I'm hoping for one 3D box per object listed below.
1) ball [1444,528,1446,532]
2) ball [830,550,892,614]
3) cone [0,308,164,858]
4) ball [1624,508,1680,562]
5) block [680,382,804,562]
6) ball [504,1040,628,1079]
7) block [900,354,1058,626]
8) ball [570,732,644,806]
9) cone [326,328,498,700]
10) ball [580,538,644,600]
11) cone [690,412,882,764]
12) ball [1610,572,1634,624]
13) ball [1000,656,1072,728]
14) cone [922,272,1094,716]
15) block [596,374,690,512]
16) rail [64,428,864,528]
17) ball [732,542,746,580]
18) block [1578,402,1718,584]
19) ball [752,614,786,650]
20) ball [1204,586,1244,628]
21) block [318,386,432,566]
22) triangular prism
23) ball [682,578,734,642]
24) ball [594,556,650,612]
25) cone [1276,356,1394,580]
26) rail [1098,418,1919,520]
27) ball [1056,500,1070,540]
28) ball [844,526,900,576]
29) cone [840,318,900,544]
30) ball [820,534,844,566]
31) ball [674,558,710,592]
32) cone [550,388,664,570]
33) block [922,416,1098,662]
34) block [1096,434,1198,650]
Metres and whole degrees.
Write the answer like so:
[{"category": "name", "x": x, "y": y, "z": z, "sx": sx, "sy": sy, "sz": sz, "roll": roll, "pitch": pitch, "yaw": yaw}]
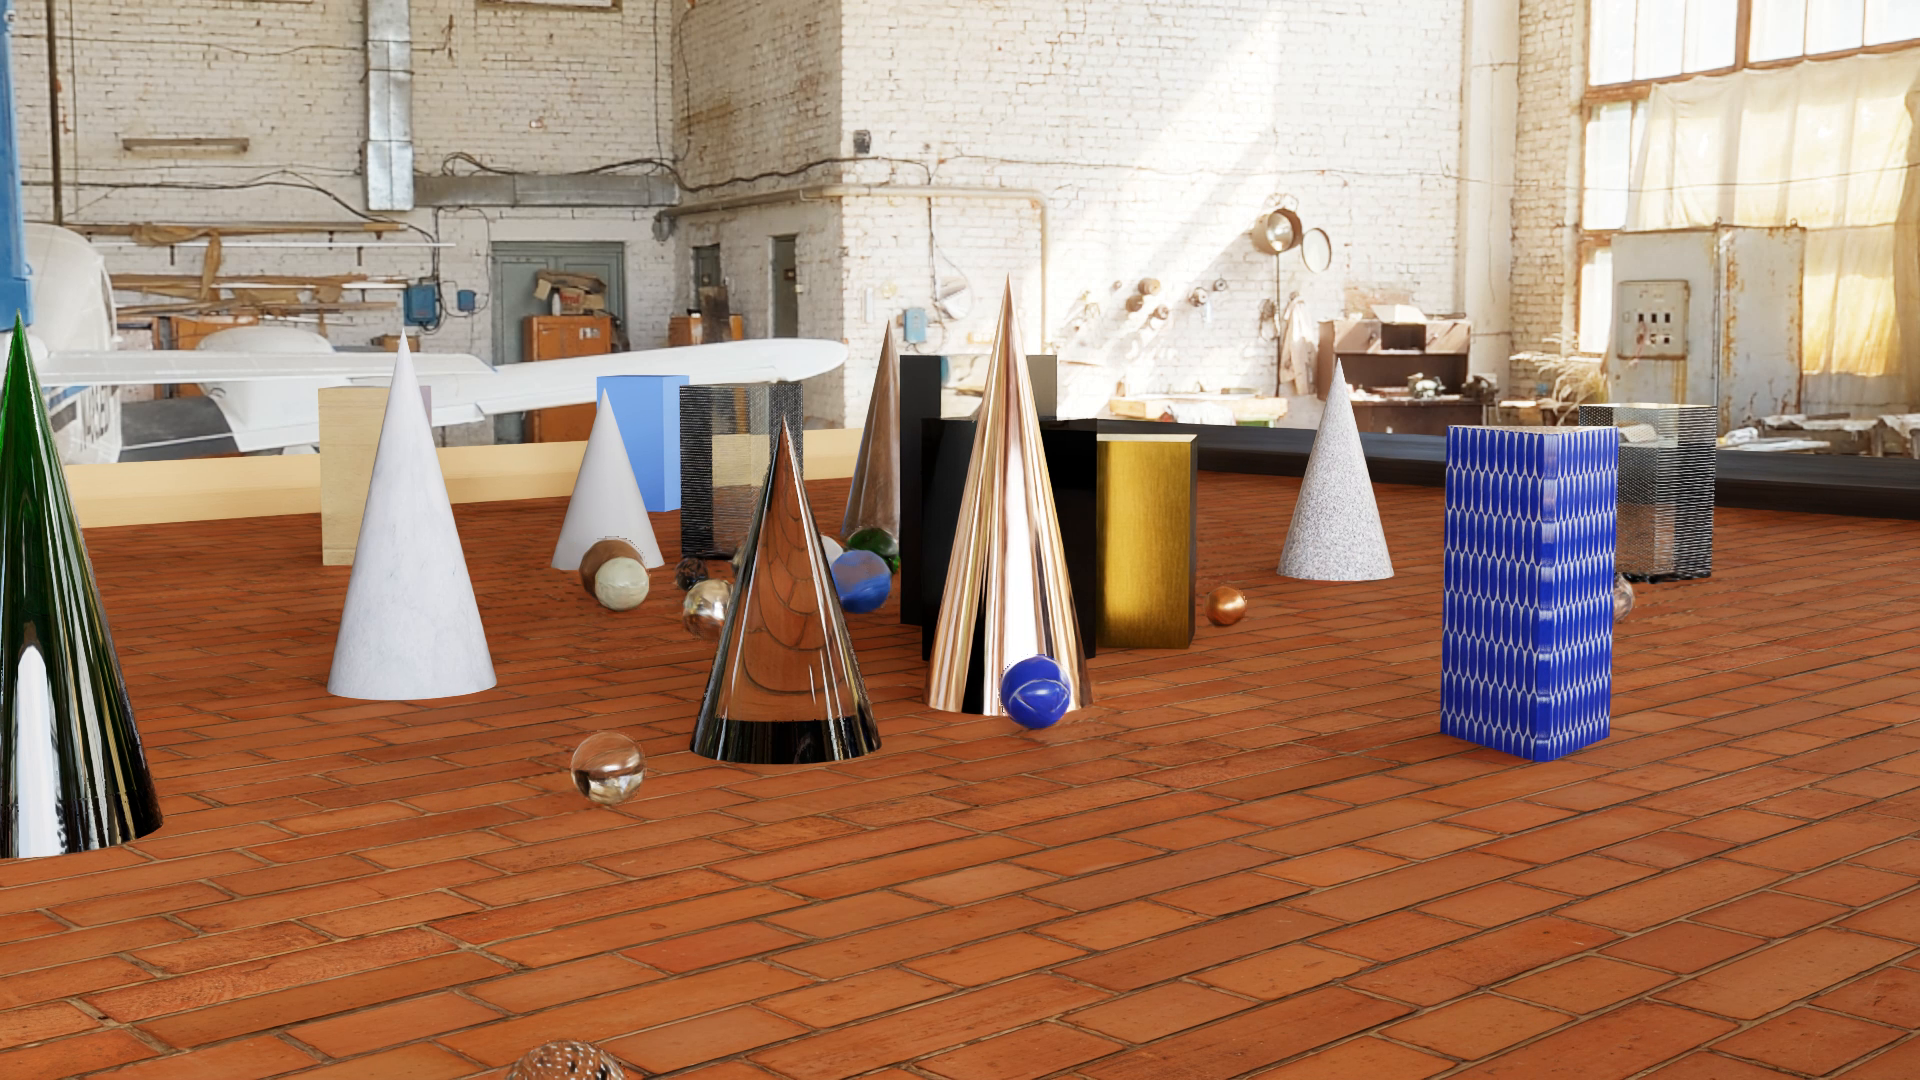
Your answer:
[{"category": "ball", "x": 0.955, "y": -0.020, "z": 4.194, "sx": 0.059, "sy": 0.059, "sz": 0.059, "roll": 0, "pitch": 6, "yaw": 0}, {"category": "ball", "x": -0.148, "y": 0.061, "z": 3.240, "sx": 0.095, "sy": 0.095, "sz": 0.095, "roll": 0, "pitch": 6, "yaw": 0}, {"category": "cone", "x": -0.790, "y": 0.026, "z": 1.867, "sx": 0.198, "sy": 0.449, "sz": 0.198, "roll": 0, "pitch": 6, "yaw": 0}, {"category": "ball", "x": 1.232, "y": -0.009, "z": 3.915, "sx": 0.094, "sy": 0.094, "sz": 0.094, "roll": 0, "pitch": 6, "yaw": 0}, {"category": "block", "x": -0.394, "y": -0.125, "z": 3.982, "sx": 0.158, "sy": 0.312, "sz": 0.158, "roll": 4, "pitch": 7, "yaw": 32}, {"category": "ball", "x": -0.203, "y": 0.293, "z": 1.131, "sx": 0.070, "sy": 0.070, "sz": 0.070, "roll": 0, "pitch": 6, "yaw": 0}, {"category": "block", "x": 0.026, "y": -0.072, "z": 3.128, "sx": 0.158, "sy": 0.383, "sz": 0.158, "roll": 5, "pitch": 8, "yaw": 41}, {"category": "ball", "x": -0.318, "y": 0.206, "z": 1.986, "sx": 0.066, "sy": 0.066, "sz": 0.066, "roll": 0, "pitch": 6, "yaw": 0}, {"category": "cone", "x": -0.653, "y": -0.039, "z": 2.600, "sx": 0.198, "sy": 0.426, "sz": 0.198, "roll": 0, "pitch": 6, "yaw": 0}, {"category": "ball", "x": -0.531, "y": 0.047, "z": 3.360, "sx": 0.098, "sy": 0.098, "sz": 0.098, "roll": 0, "pitch": 6, "yaw": 0}, {"category": "cone", "x": -0.179, "y": 0.040, "z": 2.244, "sx": 0.198, "sy": 0.343, "sz": 0.198, "roll": 0, "pitch": 6, "yaw": 0}, {"category": "ball", "x": 0.921, "y": 0.082, "z": 3.131, "sx": 0.075, "sy": 0.075, "sz": 0.075, "roll": 0, "pitch": 6, "yaw": 0}, {"category": "ball", "x": 0.081, "y": 0.163, "z": 2.348, "sx": 0.077, "sy": 0.077, "sz": 0.077, "roll": 0, "pitch": 6, "yaw": 0}, {"category": "cone", "x": 0.054, "y": -0.060, "z": 2.499, "sx": 0.198, "sy": 0.490, "sz": 0.198, "roll": 0, "pitch": 6, "yaw": 0}, {"category": "block", "x": -0.713, "y": -0.221, "z": 4.965, "sx": 0.158, "sy": 0.298, "sz": 0.158, "roll": 2, "pitch": 6, "yaw": 14}, {"category": "rail", "x": -1.404, "y": -0.124, "z": 4.845, "sx": 4.824, "sy": 0.129, "sz": 0.045, "roll": -5, "pitch": 8, "yaw": -42}, {"category": "ball", "x": -0.318, "y": 0.041, "z": 3.474, "sx": 0.085, "sy": 0.085, "sz": 0.085, "roll": 0, "pitch": 6, "yaw": 0}, {"category": "block", "x": 1.149, "y": -0.082, "z": 3.688, "sx": 0.158, "sy": 0.287, "sz": 0.158, "roll": -4, "pitch": 7, "yaw": -37}, {"category": "ball", "x": -0.251, "y": 0.122, "z": 2.894, "sx": 0.046, "sy": 0.046, "sz": 0.046, "roll": 0, "pitch": 6, "yaw": 0}, {"category": "ball", "x": 0.373, "y": 0.094, "z": 3.103, "sx": 0.057, "sy": 0.057, "sz": 0.057, "roll": 0, "pitch": 6, "yaw": 0}, {"category": "block", "x": -1.037, "y": -0.118, "z": 3.919, "sx": 0.158, "sy": 0.310, "sz": 0.158, "roll": 0, "pitch": 6, "yaw": 0}, {"category": "triangular prism", "x": 0.569, "y": 0.047, "z": 2.272, "sx": 0.148, "sy": 0.325, "sz": 0.171, "roll": 5, "pitch": 7, "yaw": 37}, {"category": "ball", "x": -0.329, "y": 0.094, "z": 2.934, "sx": 0.084, "sy": 0.084, "sz": 0.084, "roll": 0, "pitch": 6, "yaw": 0}, {"category": "ball", "x": -0.502, "y": 0.066, "z": 3.263, "sx": 0.081, "sy": 0.081, "sz": 0.081, "roll": 0, "pitch": 6, "yaw": 0}, {"category": "cone", "x": 0.637, "y": -0.126, "z": 3.718, "sx": 0.198, "sy": 0.368, "sz": 0.198, "roll": 0, "pitch": 6, "yaw": 0}, {"category": "rail", "x": 1.755, "y": -0.135, "z": 4.943, "sx": 0.045, "sy": 0.129, "sz": 4.189, "roll": -5, "pitch": 8, "yaw": -42}, {"category": "ball", "x": 0.213, "y": -0.038, "z": 4.275, "sx": 0.077, "sy": 0.077, "sz": 0.077, "roll": 0, "pitch": 6, "yaw": 0}, {"category": "ball", "x": -0.143, "y": 0.026, "z": 3.566, "sx": 0.094, "sy": 0.094, "sz": 0.094, "roll": 0, "pitch": 6, "yaw": 0}, {"category": "cone", "x": -0.137, "y": -0.215, "z": 4.264, "sx": 0.198, "sy": 0.431, "sz": 0.198, "roll": 0, "pitch": 6, "yaw": 0}, {"category": "ball", "x": -0.225, "y": 0.038, "z": 3.460, "sx": 0.094, "sy": 0.094, "sz": 0.094, "roll": 0, "pitch": 6, "yaw": 0}, {"category": "ball", "x": -0.424, "y": 0.056, "z": 3.481, "sx": 0.055, "sy": 0.055, "sz": 0.055, "roll": 0, "pitch": 6, "yaw": 0}, {"category": "cone", "x": -0.620, "y": -0.112, "z": 3.850, "sx": 0.198, "sy": 0.312, "sz": 0.198, "roll": 0, "pitch": 6, "yaw": 0}, {"category": "block", "x": 0.063, "y": -0.001, "z": 2.803, "sx": 0.158, "sy": 0.309, "sz": 0.158, "roll": 5, "pitch": 8, "yaw": 39}, {"category": "block", "x": 0.236, "y": -0.002, "z": 2.976, "sx": 0.158, "sy": 0.274, "sz": 0.158, "roll": 1, "pitch": 6, "yaw": 9}]
